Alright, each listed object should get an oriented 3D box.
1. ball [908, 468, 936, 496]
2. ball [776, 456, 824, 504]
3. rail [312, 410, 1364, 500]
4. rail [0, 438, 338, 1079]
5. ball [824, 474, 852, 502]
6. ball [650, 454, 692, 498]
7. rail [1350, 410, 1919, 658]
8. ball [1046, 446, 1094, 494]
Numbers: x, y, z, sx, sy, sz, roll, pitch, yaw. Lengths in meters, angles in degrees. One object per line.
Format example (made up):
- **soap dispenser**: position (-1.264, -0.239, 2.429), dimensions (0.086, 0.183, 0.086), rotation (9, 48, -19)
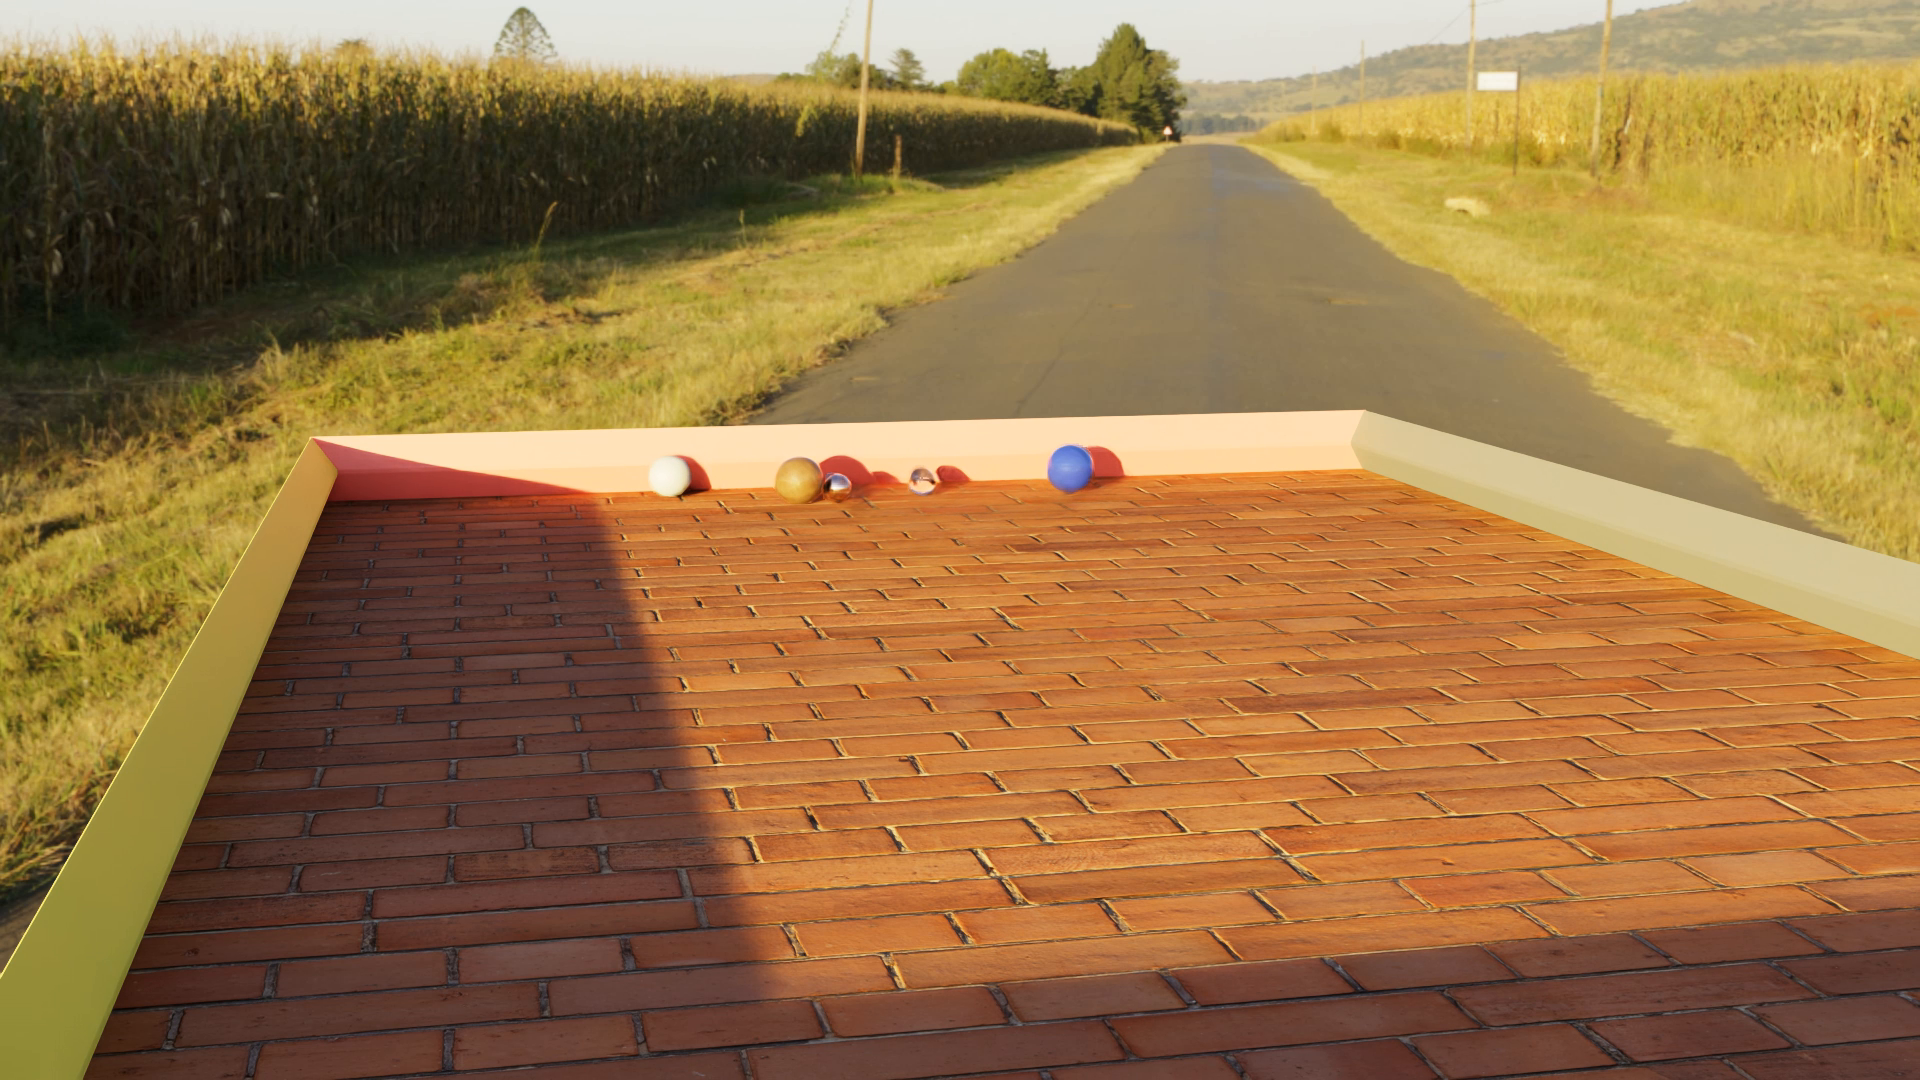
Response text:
- **ball**: position (-0.066, -0.102, 3.857), dimensions (0.049, 0.049, 0.049), rotation (0, 10, 0)
- **ball**: position (-0.274, -0.102, 3.756), dimensions (0.083, 0.083, 0.083), rotation (0, 10, 0)
- **rail**: position (-0.168, -0.153, 3.963), dimensions (1.930, 0.110, 0.045), rotation (-2, 10, -12)
- **rail**: position (-0.747, 0.144, 2.238), dimensions (0.045, 0.110, 3.216), rotation (-2, 10, -12)
- **ball**: position (-0.210, -0.089, 3.776), dimensions (0.049, 0.049, 0.049), rotation (0, 10, 0)
- **ball**: position (-0.505, -0.112, 3.837), dimensions (0.074, 0.074, 0.074), rotation (0, 10, 0)
- **rail**: position (1.092, 0.075, 2.636), dimensions (0.045, 0.110, 3.216), rotation (-2, 10, -12)
- **ball**: position (0.195, -0.125, 3.882), dimensions (0.085, 0.085, 0.085), rotation (0, 10, 0)
